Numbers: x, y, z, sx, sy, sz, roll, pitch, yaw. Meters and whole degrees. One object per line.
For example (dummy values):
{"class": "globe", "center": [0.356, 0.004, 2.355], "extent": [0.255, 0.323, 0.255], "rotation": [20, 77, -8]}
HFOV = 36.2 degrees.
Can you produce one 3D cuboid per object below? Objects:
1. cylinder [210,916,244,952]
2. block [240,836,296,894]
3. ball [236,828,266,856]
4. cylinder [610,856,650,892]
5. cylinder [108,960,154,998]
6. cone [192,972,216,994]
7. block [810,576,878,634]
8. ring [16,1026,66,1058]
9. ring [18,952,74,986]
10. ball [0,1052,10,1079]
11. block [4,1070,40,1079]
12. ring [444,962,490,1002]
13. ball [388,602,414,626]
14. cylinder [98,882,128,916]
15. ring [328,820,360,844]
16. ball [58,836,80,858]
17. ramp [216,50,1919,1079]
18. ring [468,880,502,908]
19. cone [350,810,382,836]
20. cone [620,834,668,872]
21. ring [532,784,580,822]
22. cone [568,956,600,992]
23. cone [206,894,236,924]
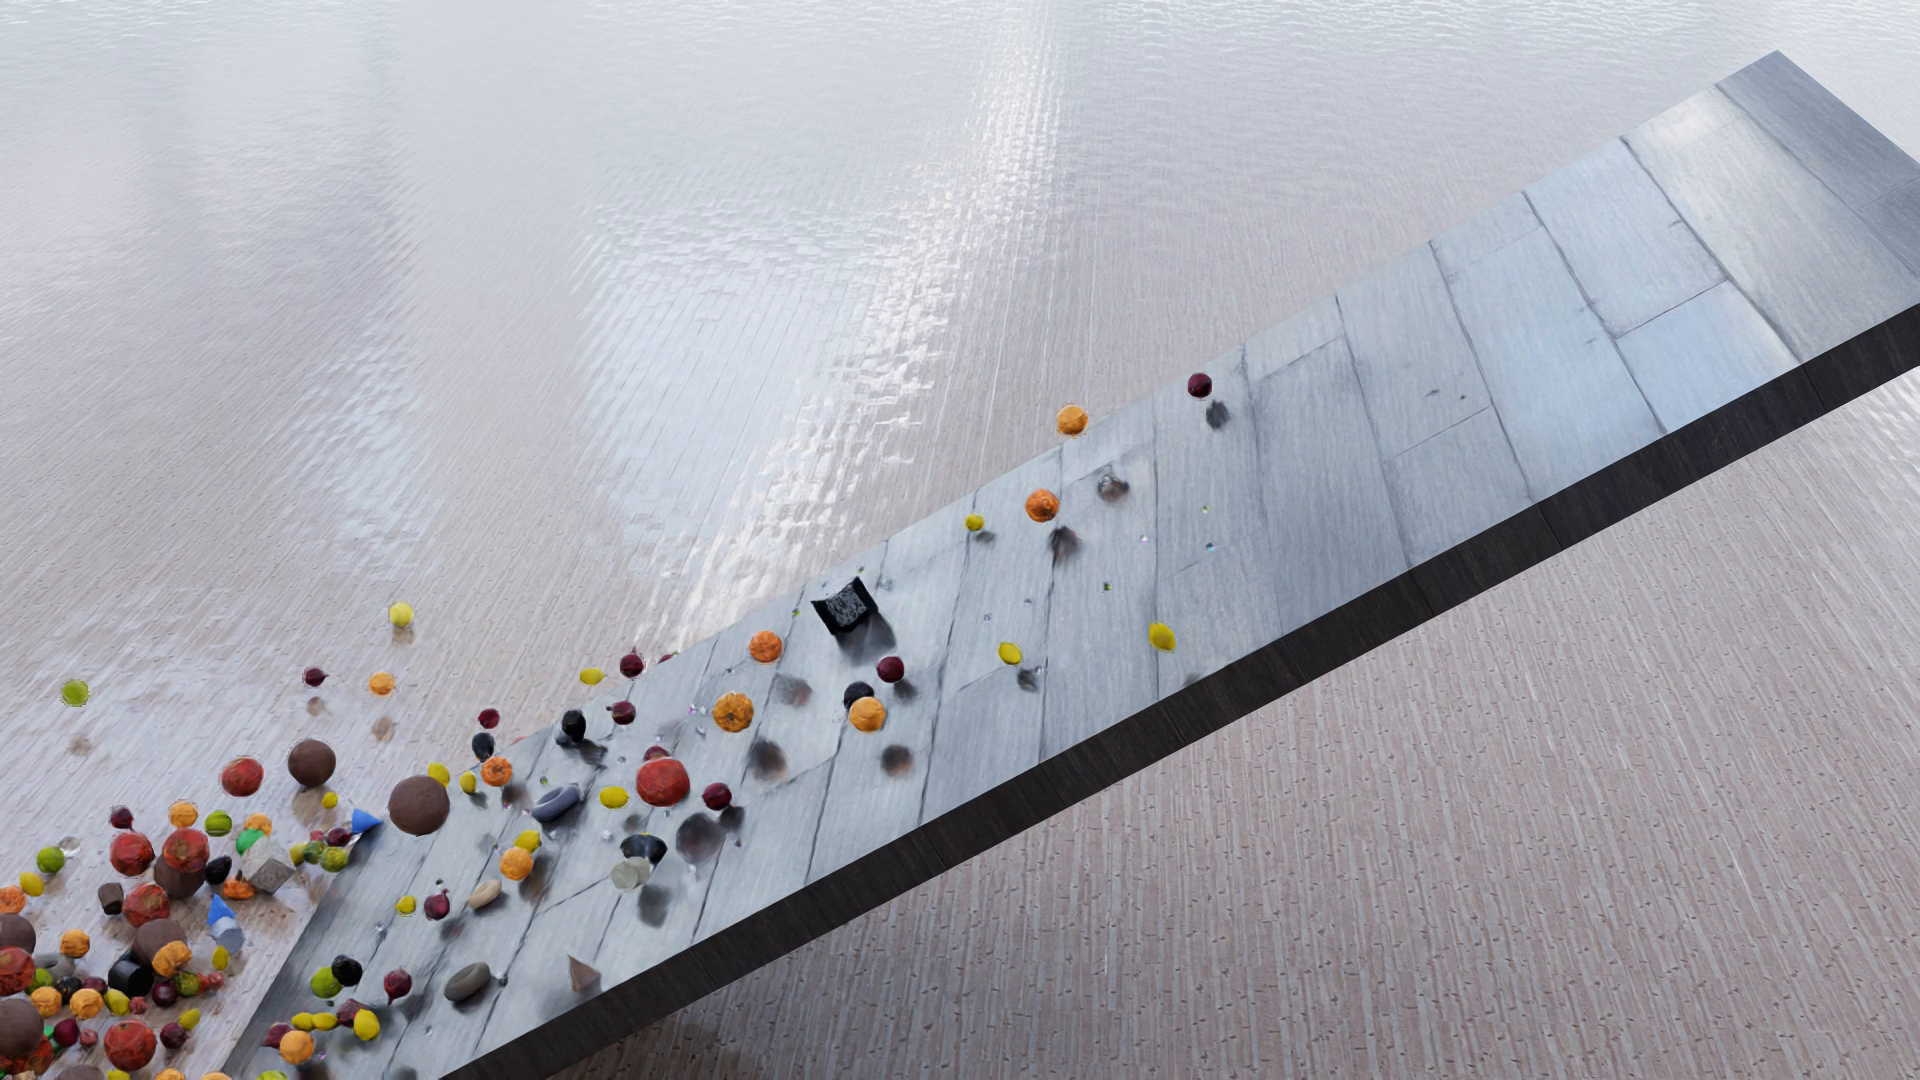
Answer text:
{"class": "cylinder", "center": [-1.783, 0.961, 7.162], "extent": [0.066, 0.066, 0.066], "rotation": [-10, 21, -27]}
{"class": "block", "center": [-1.754, 0.823, 7.447], "extent": [0.088, 0.088, 0.088], "rotation": [39, 9, -42]}
{"class": "ball", "center": [-1.838, 0.791, 7.635], "extent": [0.082, 0.082, 0.082], "rotation": [0, 19, 0]}
{"class": "cylinder", "center": [-0.662, 0.670, 5.912], "extent": [0.060, 0.060, 0.060], "rotation": [6, 7, 18]}
{"class": "cylinder", "center": [-1.954, 1.034, 6.928], "extent": [0.075, 0.075, 0.075], "rotation": [9, 20, 36]}
{"class": "cone", "center": [-1.781, 1.051, 6.959], "extent": [0.052, 0.052, 0.052], "rotation": [19, 4, -39]}
{"class": "block", "center": [-0.267, 0.150, 6.795], "extent": [0.092, 0.092, 0.092], "rotation": [-40, 17, -30]}
{"class": "ring", "center": [-2.086, 1.140, 6.682], "extent": [0.109, 0.036, 0.109], "rotation": [5, 18, -2]}
{"class": "ring", "center": [-2.177, 1.024, 7.014], "extent": [0.130, 0.043, 0.130], "rotation": [-2, 19, 1]}
{"class": "ball", "center": [-2.148, 1.172, 6.549], "extent": [0.063, 0.063, 0.063], "rotation": [0, 19, 0]}
{"class": "block", "center": [-2.003, 1.186, 6.301], "extent": [0.062, 0.062, 0.062], "rotation": [-18, 44, -4]}
{"class": "ring", "center": [-0.999, 0.895, 5.959], "extent": [0.106, 0.035, 0.106], "rotation": [-29, 14, 8]}
{"class": "ball", "center": [-1.762, 0.235, 9.271], "extent": [0.075, 0.075, 0.075], "rotation": [0, 19, 0]}
{"class": "cylinder", "center": [-2.113, 0.894, 7.333], "extent": [0.060, 0.060, 0.060], "rotation": [-11, 51, -28]}
{"class": "ring", "center": [-1.612, 0.771, 7.754], "extent": [0.109, 0.036, 0.109], "rotation": [-6, 18, 2]}
{"class": "ball", "center": [-2.317, 0.798, 7.654], "extent": [0.056, 0.056, 0.056], "rotation": [0, 19, 0]}
{"class": "ramp", "center": [0.142, 0.168, 6.286], "extent": [4.000, 0.100, 2.000], "rotation": [-29, 15, 12]}
{"class": "ring", "center": [-1.042, 0.776, 6.450], "extent": [0.084, 0.028, 0.084], "rotation": [-31, 14, 8]}
{"class": "cone", "center": [-1.522, 0.727, 7.581], "extent": [0.071, 0.071, 0.071], "rotation": [-6, 17, 13]}
{"class": "cone", "center": [-0.646, 0.665, 5.978], "extent": [0.095, 0.095, 0.095], "rotation": [0, 49, 0]}
{"class": "ring", "center": [-0.929, 0.604, 6.761], "extent": [0.124, 0.041, 0.124], "rotation": [-29, 14, 8]}
{"class": "cone", "center": [-0.729, 0.817, 5.608], "extent": [0.064, 0.064, 0.064], "rotation": [-30, 15, 9]}
{"class": "cone", "center": [-1.838, 0.904, 7.284], "extent": [0.071, 0.071, 0.071], "rotation": [-7, 23, 3]}
